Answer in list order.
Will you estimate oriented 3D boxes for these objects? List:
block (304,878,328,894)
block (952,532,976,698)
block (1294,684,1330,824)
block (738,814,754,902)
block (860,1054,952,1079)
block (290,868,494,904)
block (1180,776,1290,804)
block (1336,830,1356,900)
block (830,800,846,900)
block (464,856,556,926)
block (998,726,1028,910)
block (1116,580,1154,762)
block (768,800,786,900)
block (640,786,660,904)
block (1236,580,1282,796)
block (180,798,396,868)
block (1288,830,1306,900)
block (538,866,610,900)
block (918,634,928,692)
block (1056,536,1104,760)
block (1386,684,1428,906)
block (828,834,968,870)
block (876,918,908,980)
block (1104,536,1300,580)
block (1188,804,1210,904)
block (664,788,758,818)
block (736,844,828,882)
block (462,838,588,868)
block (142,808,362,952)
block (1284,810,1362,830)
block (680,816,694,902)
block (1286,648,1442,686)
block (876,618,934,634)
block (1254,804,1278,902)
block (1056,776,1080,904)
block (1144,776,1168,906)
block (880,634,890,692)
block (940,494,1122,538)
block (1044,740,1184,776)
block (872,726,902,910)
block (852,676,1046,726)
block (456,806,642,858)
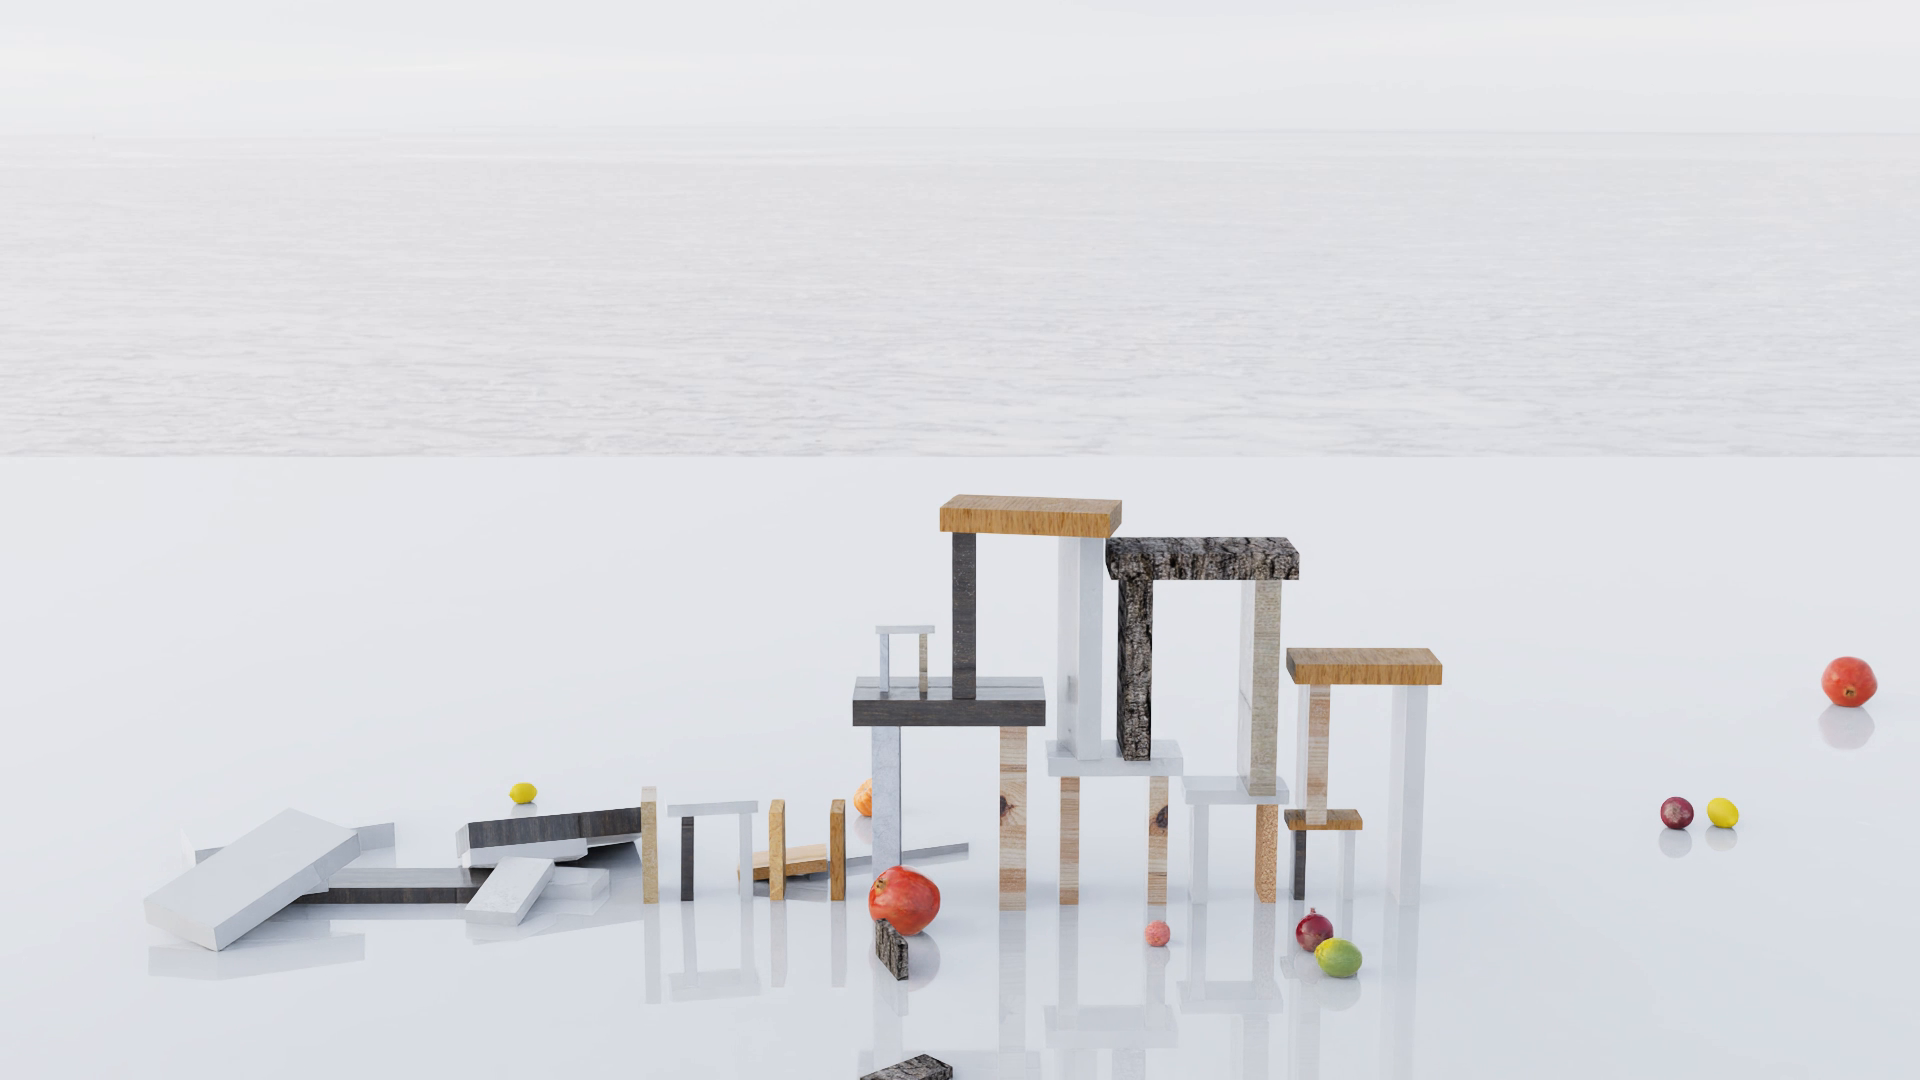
[{"bbox_3d":[-1.143,0.553,3.621,0.196,0.028,0.098,-6,26,-13],"label":"block"},{"bbox_3d":[0.007,0.108,3.579,0.039,0.272,0.136,0,11,0],"label":"block"},{"bbox_3d":[0.581,0.338,3.626,0.033,0.236,0.118,0,11,0],"label":"block"},{"bbox_3d":[-0.356,0.517,3.656,0.021,0.149,0.074,-1,11,-7],"label":"block"},{"bbox_3d":[-0.071,0.718,2.936,0.114,0.016,0.057,-9,14,-41],"label":"block"},{"bbox_3d":[-0.981,0.576,3.667,0.396,0.028,0.098,0,11,0],"label":"block"},{"bbox_3d":[0.452,0.413,3.632,0.169,0.024,0.085,0,11,-1],"label":"block"},{"bbox_3d":[0.642,0.531,3.657,0.017,0.121,0.060,0,11,0],"label":"block"},{"bbox_3d":[-0.203,0.515,3.658,0.021,0.151,0.076,0,11,0],"label":"block"},{"bbox_3d":[-0.736,0.574,3.601,0.087,0.025,0.175,2,21,10],"label":"block"},{"bbox_3d":[0.086,0.438,3.636,0.044,0.311,0.155,0,11,0],"label":"block"},{"bbox_3d":[0.285,0.196,3.597,0.042,0.299,0.149,0,11,-1],"label":"block"},{"bbox_3d":[-0.304,0.515,3.659,0.021,0.151,0.076,0,11,0],"label":"block"},{"bbox_3d":[-0.514,0.505,3.648,0.025,0.175,0.087,-1,11,-7],"label":"block"},{"bbox_3d":[0.488,0.226,3.597,0.042,0.356,0.149,0,11,-1],"label":"block"},{"bbox_3d":[-1.191,0.525,3.900,0.339,0.044,0.156,-5,12,-27],"label":"block"},{"bbox_3d":[0.562,0.531,3.657,0.017,0.121,0.060,0,11,0],"label":"block"},{"bbox_3d":[-0.686,0.574,3.688,0.175,0.025,0.087,2,11,10],"label":"block"},{"bbox_3d":[-0.060,0.195,3.593,0.014,0.096,0.048,0,11,0],"label":"block"},{"bbox_3d":[0.195,0.159,3.588,0.039,0.376,0.136,-2,11,-12],"label":"block"},{"bbox_3d":[0.738,0.406,3.638,0.033,0.373,0.118,0,11,0],"label":"block"},{"bbox_3d":[-0.132,0.547,3.854,0.296,0.016,0.057,-4,11,-22],"label":"block"},{"bbox_3d":[-0.104,0.622,3.342,0.016,0.057,0.114,-4,11,-19],"label":"block"},{"bbox_3d":[0.389,0.029,3.562,0.299,0.042,0.149,0,11,0],"label":"block"},{"bbox_3d":[0.395,0.507,3.650,0.024,0.169,0.085,0,11,0],"label":"block"},{"bbox_3d":[-0.412,0.434,3.637,0.148,0.021,0.074,-2,11,-11],"label":"block"},{"bbox_3d":[-0.303,0.551,3.761,0.151,0.021,0.076,-7,13,-1],"label":"block"},{"bbox_3d":[-0.745,0.538,3.762,0.196,0.028,0.098,-3,-12,-21],"label":"block"},{"bbox_3d":[-1.140,0.544,3.556,0.156,0.044,0.312,14,28,27],"label":"block"},{"bbox_3d":[0.602,0.463,3.644,0.121,0.017,0.060,0,11,0],"label":"block"},{"bbox_3d":[-0.453,0.517,3.656,0.021,0.148,0.074,0,10,-7],"label":"block"},{"bbox_3d":[0.659,0.206,3.598,0.236,0.033,0.118,0,11,1],"label":"block"},{"bbox_3d":[-0.090,0.141,3.582,0.096,0.014,0.048,0,11,-3],"label":"block"},{"bbox_3d":[0.508,0.507,3.651,0.024,0.169,0.085,0,11,0],"label":"block"},{"bbox_3d":[0.179,0.482,3.650,0.031,0.220,0.110,0,11,0],"label":"block"},{"bbox_3d":[0.325,0.483,3.645,0.031,0.220,0.110,0,11,1],"label":"block"},{"bbox_3d":[-0.123,0.194,3.594,0.014,0.096,0.048,0,11,0],"label":"block"},{"bbox_3d":[0.115,-0.039,3.521,0.272,0.039,0.136,2,11,12],"label":"block"},{"bbox_3d":[0.252,0.359,3.626,0.220,0.031,0.110,0,11,-1],"label":"block"},{"bbox_3d":[-0.121,0.438,3.636,0.044,0.310,0.155,0,11,0],"label":"block"},{"bbox_3d":[-0.017,0.264,3.604,0.310,0.044,0.155,0,11,0],"label":"block"},{"bbox_3d":[-0.706,0.507,3.817,0.312,0.044,0.156,-3,-12,-21],"label":"block"}]
